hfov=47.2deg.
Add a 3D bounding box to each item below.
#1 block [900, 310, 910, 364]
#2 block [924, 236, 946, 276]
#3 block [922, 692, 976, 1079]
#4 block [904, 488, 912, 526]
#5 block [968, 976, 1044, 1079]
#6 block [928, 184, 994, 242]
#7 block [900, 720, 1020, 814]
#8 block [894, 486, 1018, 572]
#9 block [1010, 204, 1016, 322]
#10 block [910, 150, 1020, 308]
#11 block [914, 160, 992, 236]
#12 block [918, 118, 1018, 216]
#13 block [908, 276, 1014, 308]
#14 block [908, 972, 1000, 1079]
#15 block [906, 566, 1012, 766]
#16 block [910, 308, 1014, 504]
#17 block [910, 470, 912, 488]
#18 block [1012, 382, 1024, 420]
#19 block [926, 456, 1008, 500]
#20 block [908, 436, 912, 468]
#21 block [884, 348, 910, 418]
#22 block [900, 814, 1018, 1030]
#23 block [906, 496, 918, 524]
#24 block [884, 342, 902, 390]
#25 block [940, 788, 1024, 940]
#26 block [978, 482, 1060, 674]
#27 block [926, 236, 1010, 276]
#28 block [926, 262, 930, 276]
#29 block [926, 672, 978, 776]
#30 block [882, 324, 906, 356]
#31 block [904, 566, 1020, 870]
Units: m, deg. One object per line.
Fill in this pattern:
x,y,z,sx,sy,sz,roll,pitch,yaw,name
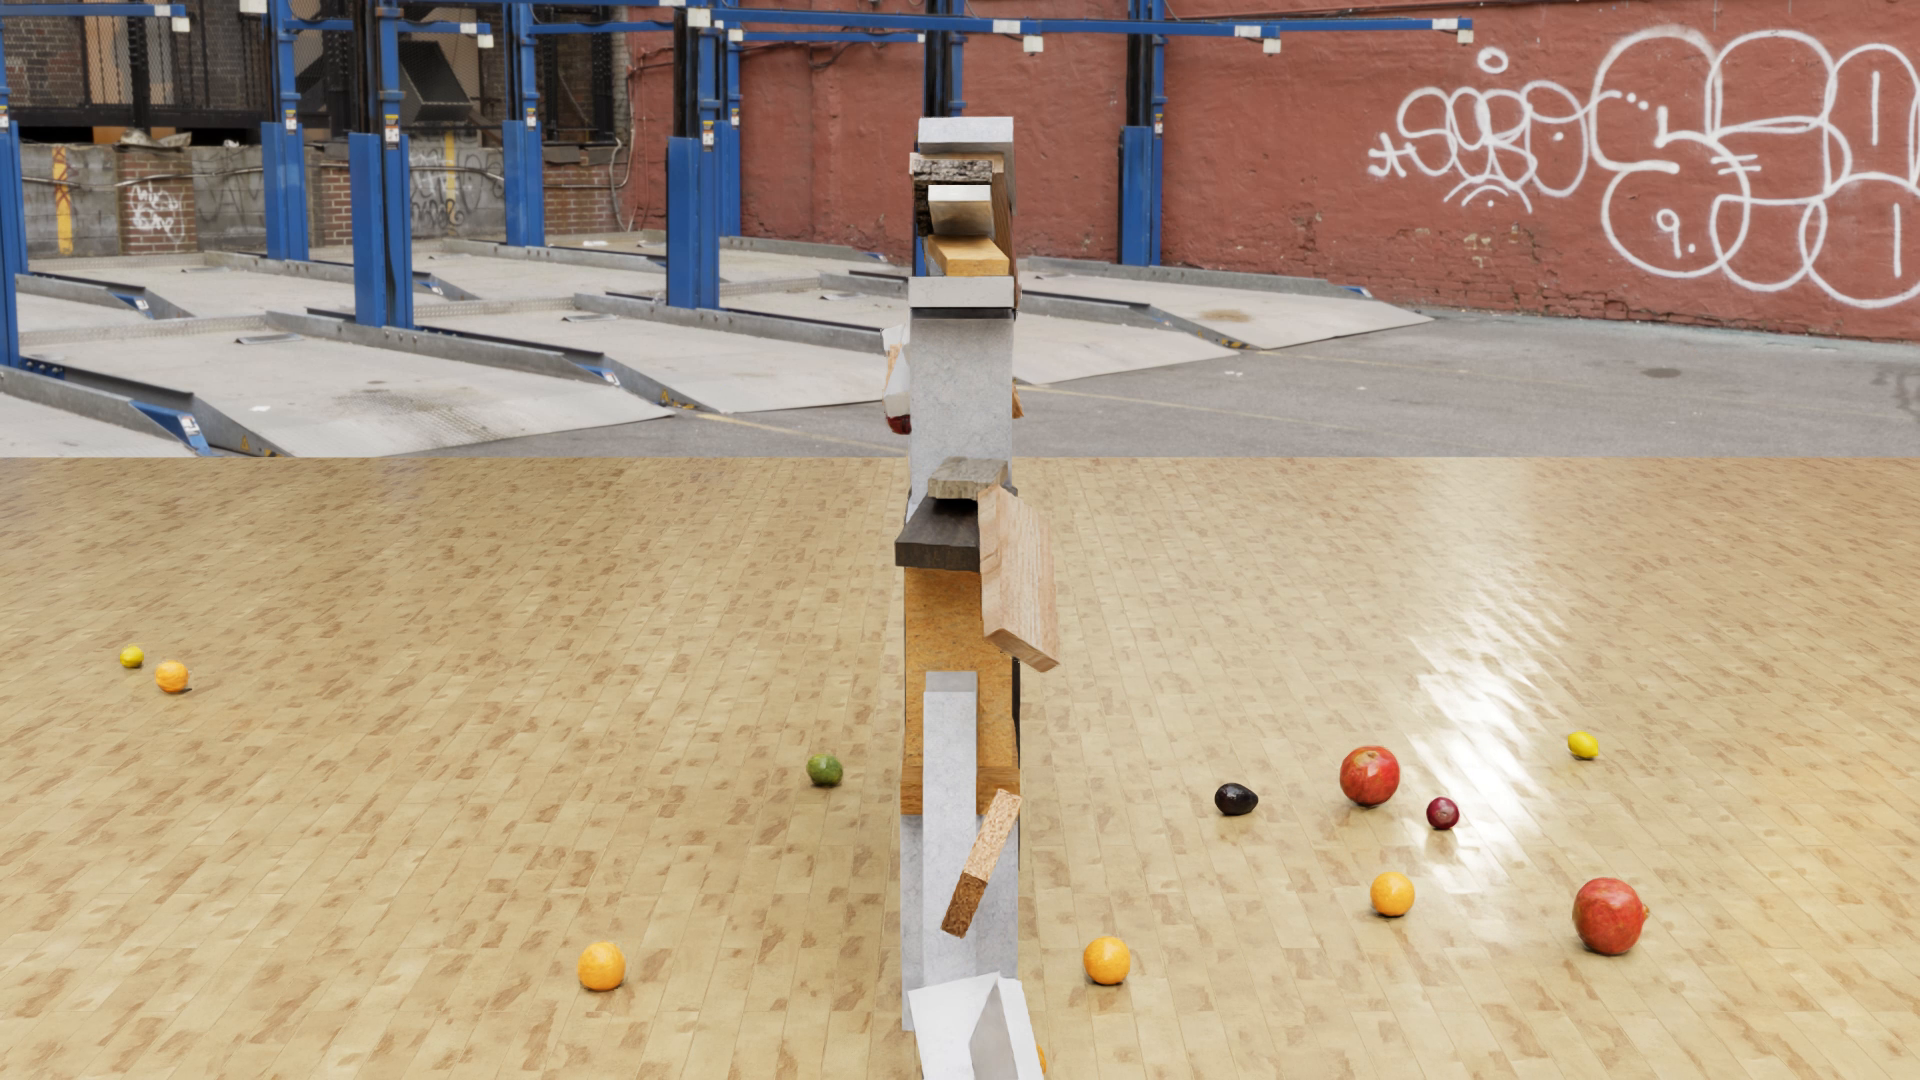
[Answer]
-0.025,-0.378,3.820,0.130,0.037,0.261,-12,22,8,block
-0.001,-0.418,3.236,0.093,0.026,0.185,0,20,-4,block
-0.014,0.466,2.981,0.072,0.517,0.020,0,-8,0,block
0.004,-0.031,3.493,0.178,0.050,0.355,0,10,0,block
0.056,0.630,2.581,0.031,0.109,0.219,12,28,-16,block
0.004,-0.467,3.160,0.086,0.024,0.173,0,-13,3,block
0.000,0.325,3.177,0.164,0.046,0.328,0,11,0,block
-0.002,-0.019,2.972,0.120,0.034,0.240,4,21,11,block
0.018,-0.439,3.506,0.136,0.039,0.273,0,-27,3,block
0.011,-0.468,3.363,0.136,0.039,0.359,0,-27,5,block
-0.009,-0.492,3.181,0.109,0.031,0.219,1,-13,1,block
0.015,-0.559,3.317,0.136,0.039,0.273,0,-15,3,block
0.003,-0.355,3.171,0.145,0.041,0.291,0,5,0,block
0.015,0.664,2.760,0.120,0.034,0.240,-12,46,-3,block
-0.001,0.168,3.081,0.149,0.297,0.042,0,10,0,block
0.002,-0.191,3.174,0.145,0.291,0.041,0,27,0,block
-0.008,0.093,3.742,0.150,0.428,0.043,0,10,0,block
0.023,-0.277,4.283,0.165,0.047,0.347,-14,-10,5,block
0.012,-0.086,3.057,0.086,0.024,0.230,3,10,6,block
-0.008,-0.163,3.807,0.150,0.043,0.301,0,8,1,block
-0.029,-0.348,3.954,0.145,0.041,0.539,-11,22,11,block
-0.001,0.529,3.102,0.164,0.328,0.046,0,11,0,block
-0.001,-0.017,3.147,0.148,0.042,0.297,0,11,0,block
-0.047,-0.317,4.041,0.165,0.047,0.330,-15,18,5,block
0.026,0.419,2.831,0.034,0.120,0.240,23,-28,4,block
0.075,0.048,2.821,0.031,0.233,0.109,-31,-47,31,block
0.010,-0.402,3.109,0.086,0.024,0.173,-1,19,-10,block
-0.004,-0.379,3.377,0.093,0.026,0.185,1,-22,1,block
-0.012,0.254,3.042,0.072,0.143,0.020,0,-8,0,block
-0.022,-0.344,4.375,0.165,0.047,0.330,-14,-25,12,block
0.004,0.264,3.418,0.178,0.501,0.050,0,9,0,block
